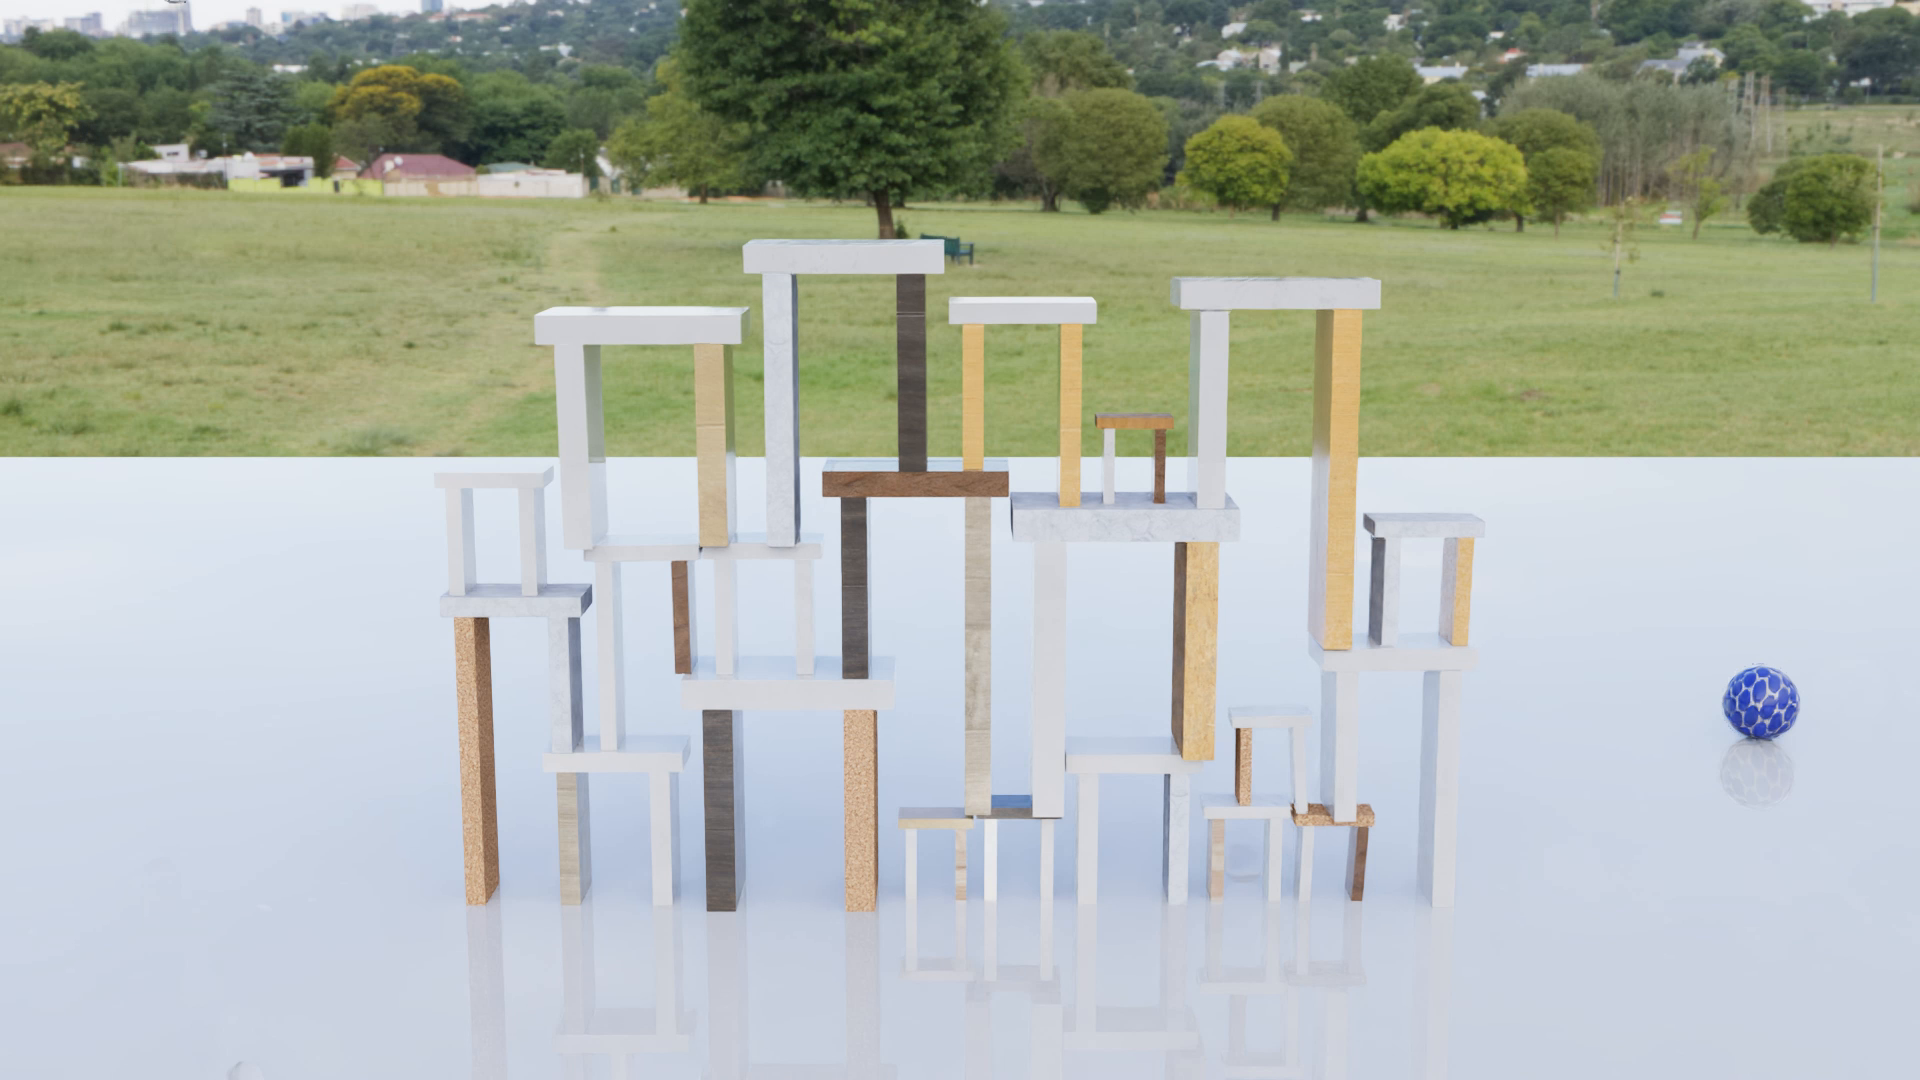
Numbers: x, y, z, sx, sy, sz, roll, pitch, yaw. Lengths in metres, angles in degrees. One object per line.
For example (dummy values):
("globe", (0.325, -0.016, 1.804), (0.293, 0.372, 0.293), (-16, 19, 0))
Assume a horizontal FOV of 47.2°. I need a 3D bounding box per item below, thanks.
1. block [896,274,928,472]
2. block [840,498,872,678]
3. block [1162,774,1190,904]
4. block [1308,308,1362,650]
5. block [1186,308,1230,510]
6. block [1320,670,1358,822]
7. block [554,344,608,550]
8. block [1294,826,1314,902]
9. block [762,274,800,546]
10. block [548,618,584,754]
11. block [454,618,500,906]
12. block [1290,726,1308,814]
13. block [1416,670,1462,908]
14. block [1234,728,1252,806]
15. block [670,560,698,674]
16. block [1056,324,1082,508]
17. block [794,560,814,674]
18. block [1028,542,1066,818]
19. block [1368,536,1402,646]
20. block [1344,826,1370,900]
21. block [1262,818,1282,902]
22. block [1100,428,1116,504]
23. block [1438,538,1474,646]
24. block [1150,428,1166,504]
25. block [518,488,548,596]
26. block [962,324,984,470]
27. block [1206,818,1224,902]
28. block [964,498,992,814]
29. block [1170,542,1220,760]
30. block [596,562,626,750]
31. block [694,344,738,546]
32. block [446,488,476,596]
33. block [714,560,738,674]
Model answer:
("block", (-0.075, -0.274, 3.504), (0.044, 0.310, 0.155), (0, 11, 0))
("block", (-0.168, 0.064, 3.571), (0.042, 0.295, 0.148), (0, 11, 0))
("block", (0.358, 0.480, 3.652), (0.032, 0.223, 0.112), (0, 11, 0))
("block", (0.601, -0.104, 3.537), (0.044, 0.541, 0.155), (0, 9, -1))
("block", (0.396, -0.215, 3.521), (0.044, 0.310, 0.155), (0, 11, 0))
("block", (0.621, 0.323, 3.604), (0.035, 0.250, 0.125), (-1, 10, -2))
("block", (-0.607, -0.159, 3.533), (0.045, 0.326, 0.160), (-1, 11, 0))
("block", (0.571, 0.527, 3.653), (0.018, 0.130, 0.065), (2, 11, 0))
("block", (-0.284, -0.216, 3.517), (0.044, 0.430, 0.155), (0, 11, -1))
("block", (-0.645, 0.224, 3.600), (0.032, 0.226, 0.113), (0, 11, 0))
("block", (-0.795, 0.352, 3.624), (0.032, 0.485, 0.113), (0, 11, 0))
("block", (0.558, 0.371, 3.631), (0.019, 0.146, 0.066), (-3, 11, 3))
("block", (0.790, 0.395, 3.629), (0.035, 0.398, 0.125), (0, 10, 0))
("block", (0.468, 0.365, 3.630), (0.019, 0.131, 0.066), (-1, 11, 0))
("block", (-0.449, 0.117, 3.585), (0.026, 0.185, 0.093), (-1, 11, 0))
("block", (0.175, -0.206, 3.522), (0.033, 0.291, 0.115), (0, 11, 0))
("block", (-0.253, 0.116, 3.581), (0.027, 0.190, 0.095), (-1, 11, -2))
("block", (0.142, 0.209, 3.602), (0.051, 0.453, 0.179), (0, 11, 0))
("block", (0.687, 0.076, 3.565), (0.025, 0.177, 0.089), (-1, 11, -4))
("block", (0.659, 0.526, 3.653), (0.018, 0.130, 0.065), (3, 11, -1))
("block", (0.519, 0.521, 3.654), (0.020, 0.142, 0.071), (0, 11, 0))
("block", (0.238, -0.123, 3.539), (0.017, 0.122, 0.061), (0, 11, 0))
("block", (0.806, 0.076, 3.571), (0.025, 0.177, 0.089), (1, 10, -3))
("block", (0.319, -0.123, 3.539), (0.017, 0.121, 0.061), (0, 11, 0))
("block", (-0.692, -0.005, 3.562), (0.025, 0.175, 0.087), (0, 11, 0))
("block", (0.021, -0.235, 3.515), (0.033, 0.230, 0.115), (0, 11, 0))
("block", (0.424, 0.521, 3.654), (0.020, 0.142, 0.071), (0, 11, 0))
("block", (0.029, 0.176, 3.591), (0.042, 0.522, 0.148), (0, 11, 0))
("block", (0.383, 0.162, 3.595), (0.051, 0.358, 0.179), (0, 11, -1))
("block", (-0.571, 0.180, 3.597), (0.026, 0.314, 0.093), (0, 11, 0))
("block", (-0.391, -0.162, 3.532), (0.045, 0.320, 0.160), (0, 11, 0))
("block", (-0.808, -0.005, 3.562), (0.025, 0.175, 0.087), (0, 11, 0))
("block", (-0.380, 0.116, 3.581), (0.027, 0.190, 0.095), (0, 11, 0))
